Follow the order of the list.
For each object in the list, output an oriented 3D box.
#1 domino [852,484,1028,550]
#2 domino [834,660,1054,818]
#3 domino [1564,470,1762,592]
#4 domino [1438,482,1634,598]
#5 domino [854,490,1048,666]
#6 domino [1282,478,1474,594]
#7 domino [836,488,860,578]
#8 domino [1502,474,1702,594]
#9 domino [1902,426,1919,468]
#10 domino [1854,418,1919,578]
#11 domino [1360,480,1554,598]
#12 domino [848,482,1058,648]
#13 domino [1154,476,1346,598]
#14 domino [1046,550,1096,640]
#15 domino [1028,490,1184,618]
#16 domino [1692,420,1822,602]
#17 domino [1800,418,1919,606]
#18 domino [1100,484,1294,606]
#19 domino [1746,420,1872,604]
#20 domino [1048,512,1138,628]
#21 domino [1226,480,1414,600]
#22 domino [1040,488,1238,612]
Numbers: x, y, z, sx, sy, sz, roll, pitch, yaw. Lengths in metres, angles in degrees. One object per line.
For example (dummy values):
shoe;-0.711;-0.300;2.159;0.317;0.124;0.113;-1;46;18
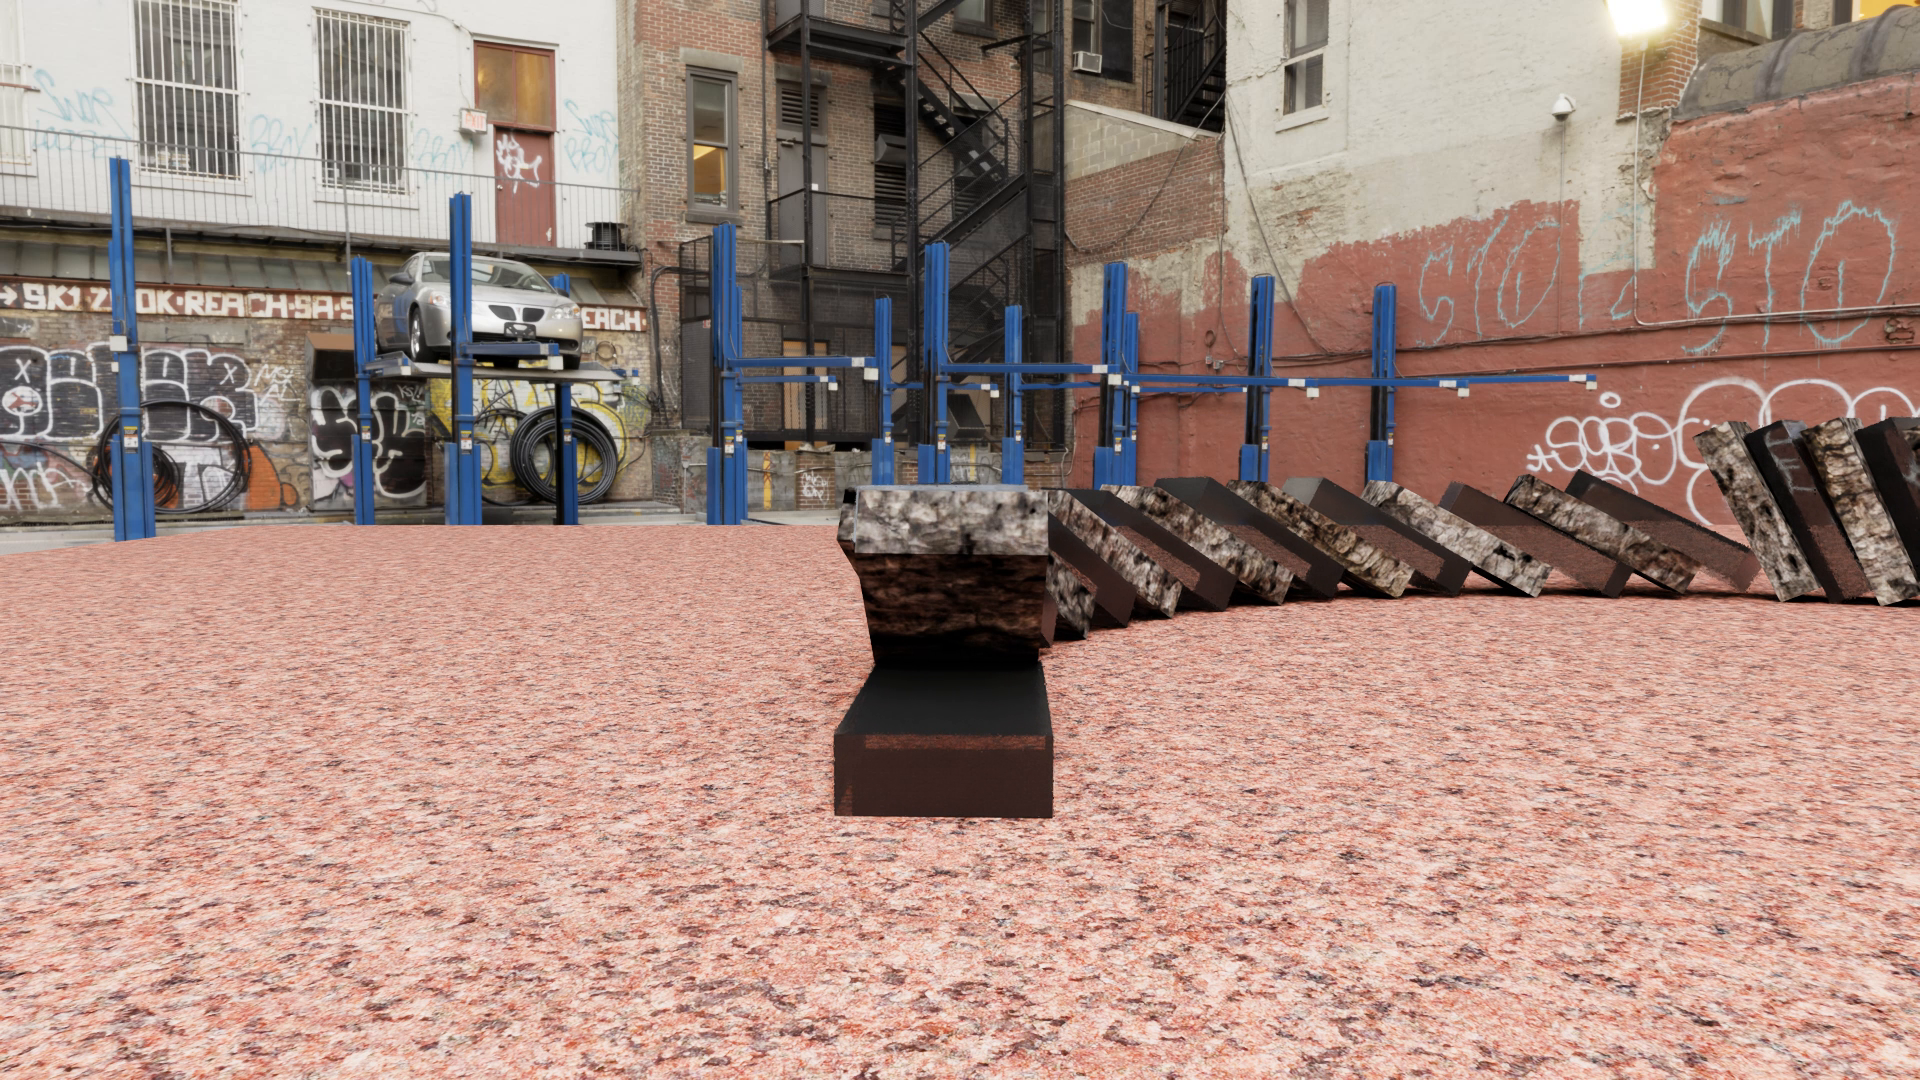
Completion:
domino;-0.001;0.008;0.207;0.025;0.010;0.050;0;-29;3
domino;-0.001;0.025;0.171;0.025;0.009;0.050;0;4;2
domino;0.203;-0.003;0.371;0.050;0.009;0.025;36;13;38
domino;0.164;-0.001;0.368;0.050;0.009;0.025;28;10;9
domino;-0.001;0.010;0.190;0.025;0.009;0.050;1;-29;1
domino;0.116;-0.002;0.363;0.050;0.010;0.025;28;-2;-8
domino;-0.002;0.008;0.228;0.025;0.010;0.050;0;-29;13
domino;0.182;-0.002;0.366;0.050;0.009;0.025;31;10;14
domino;0.266;-0.007;0.333;0.025;0.050;0.009;-3;-19;-31
domino;0.259;-0.008;0.341;0.025;0.050;0.010;-3;-19;-31
domino;0.140;-0.001;0.367;0.050;0.009;0.025;28;5;1
domino;-0.001;0.006;0.246;0.025;0.010;0.050;-2;-29;22
domino;0.077;-0.001;0.347;0.050;0.009;0.025;30;-10;-22
domino;0.007;0.006;0.269;0.025;0.010;0.050;3;-25;33
domino;0.029;0.003;0.307;0.025;0.009;0.050;4;-22;46
domino;0.224;-0.009;0.357;0.025;0.050;0.009;-5;-21;-47
domino;0.246;-0.008;0.347;0.025;0.050;0.009;-4;-18;-44
domino;0.061;0.001;0.338;0.050;0.010;0.025;29;-10;-26
domino;0.236;-0.008;0.353;0.025;0.050;0.009;-4;-20;-44
domino;0.017;0.005;0.289;0.025;0.009;0.050;3;-23;39
domino;0.098;0.000;0.358;0.050;0.009;0.025;29;-2;-12
domino;0.044;0.002;0.324;0.050;0.010;0.025;30;-14;-33
